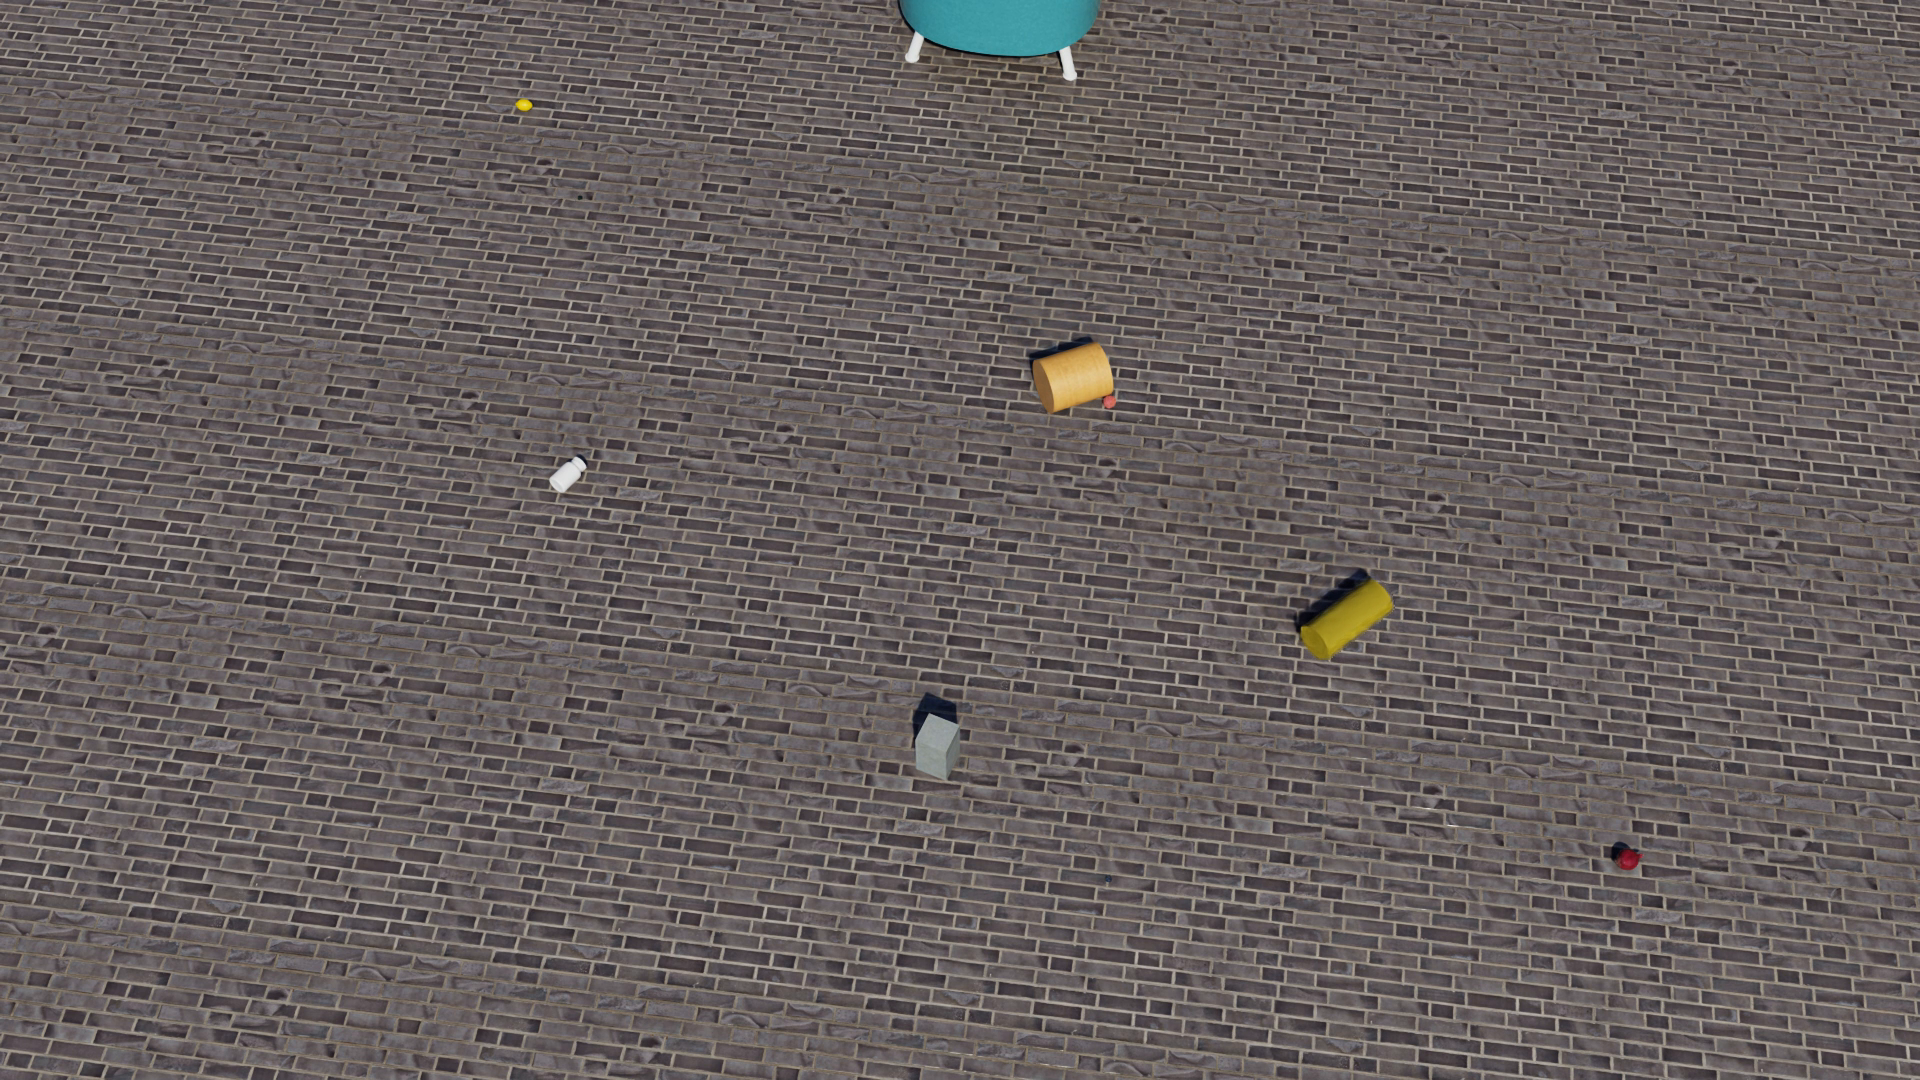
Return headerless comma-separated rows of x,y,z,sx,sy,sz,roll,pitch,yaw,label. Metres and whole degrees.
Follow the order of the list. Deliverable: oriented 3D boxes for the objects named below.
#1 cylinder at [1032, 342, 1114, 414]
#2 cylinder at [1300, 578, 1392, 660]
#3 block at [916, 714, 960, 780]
0.349,-0.503,6.808,0.198,0.172,0.173,-18,76,-12,cylinder
1.116,0.227,6.354,0.256,0.113,0.116,-34,59,-21,cylinder
-0.061,0.574,6.088,0.093,0.168,0.092,20,59,13,block
